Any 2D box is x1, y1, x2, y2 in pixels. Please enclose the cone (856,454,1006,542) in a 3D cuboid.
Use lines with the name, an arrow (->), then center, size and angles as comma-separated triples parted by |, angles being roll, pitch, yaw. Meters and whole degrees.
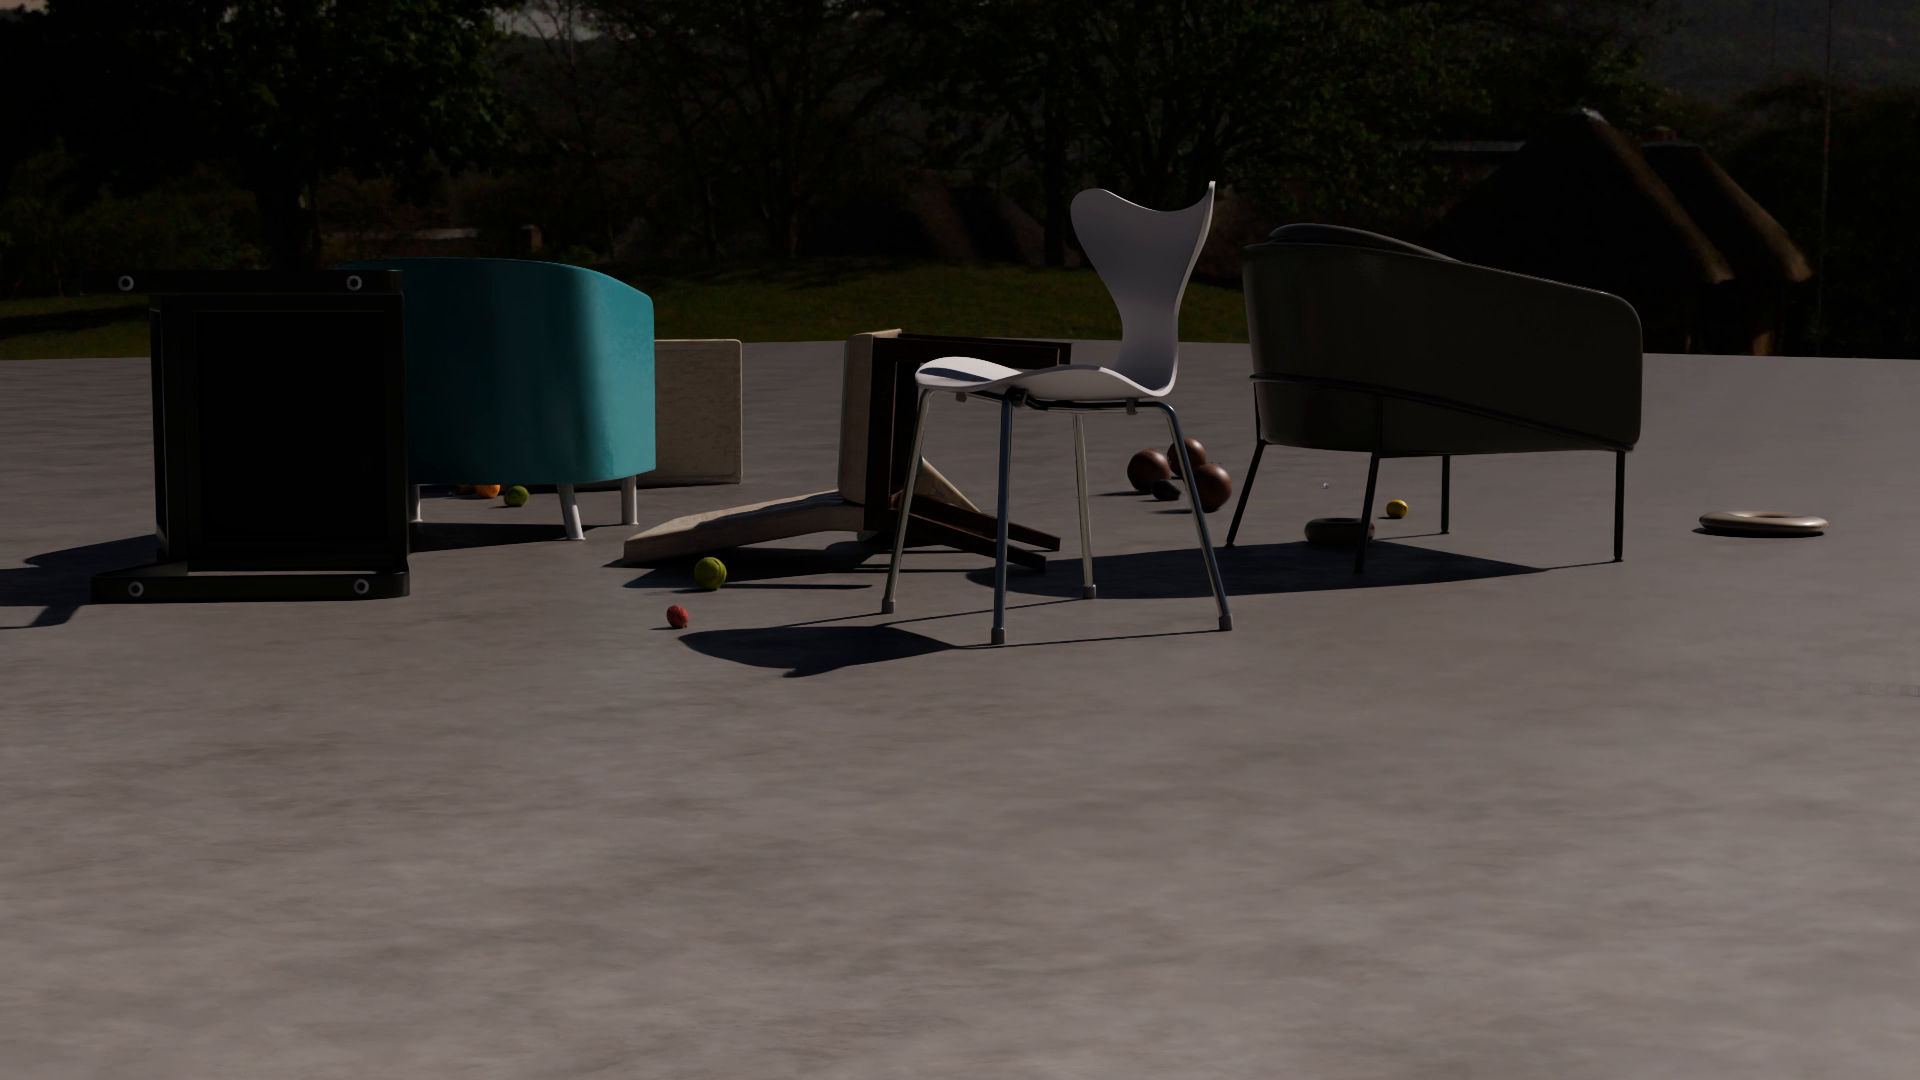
cone -> -0.027, -0.054, 6.382 | 0.351, 0.131, 0.315 | 18, -47, -28

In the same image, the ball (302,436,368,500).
ball -> -1.838, -0.212, 7.540 | 0.191, 0.191, 0.191 | 0, 6, 0

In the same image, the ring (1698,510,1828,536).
ring -> 2.074, -0.044, 6.622 | 0.322, 0.045, 0.315 | 4, 7, 30

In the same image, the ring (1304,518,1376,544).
ring -> 0.940, -0.022, 6.351 | 0.176, 0.057, 0.156 | -1, 7, -7
